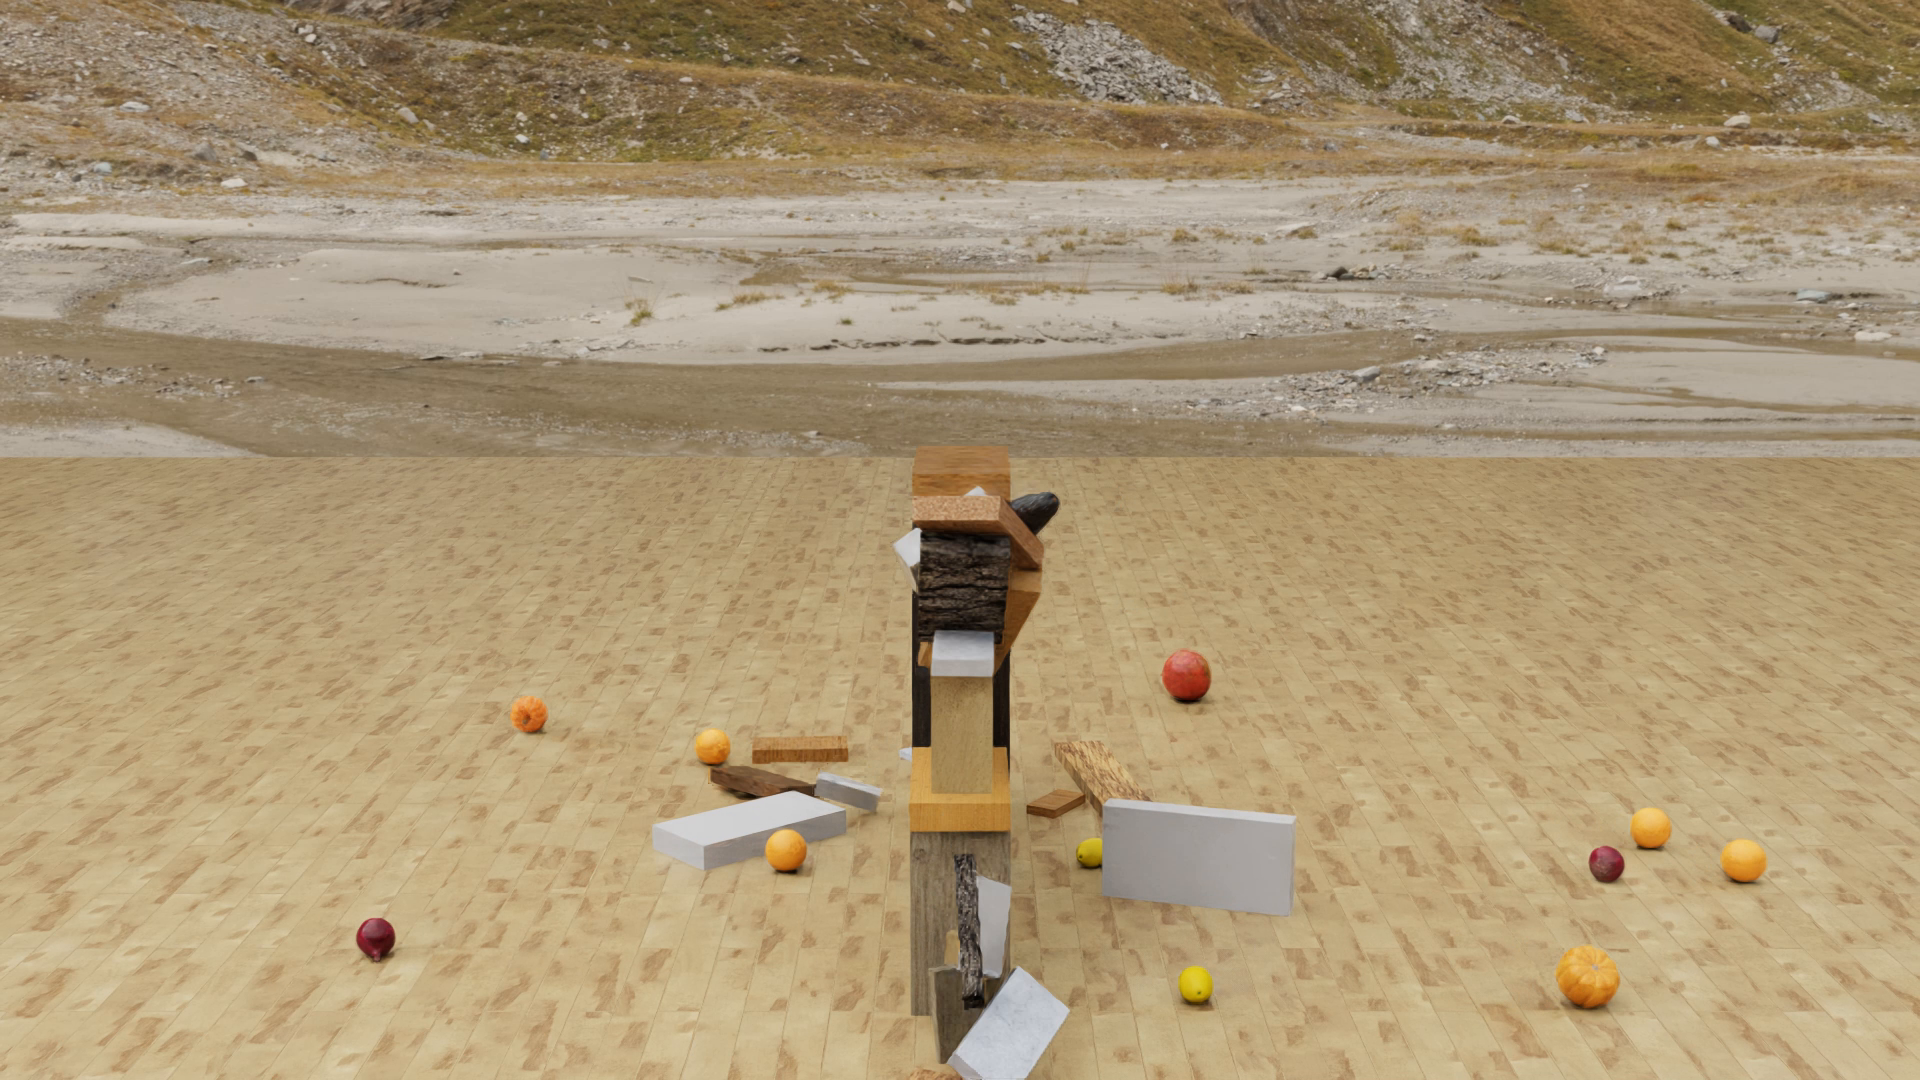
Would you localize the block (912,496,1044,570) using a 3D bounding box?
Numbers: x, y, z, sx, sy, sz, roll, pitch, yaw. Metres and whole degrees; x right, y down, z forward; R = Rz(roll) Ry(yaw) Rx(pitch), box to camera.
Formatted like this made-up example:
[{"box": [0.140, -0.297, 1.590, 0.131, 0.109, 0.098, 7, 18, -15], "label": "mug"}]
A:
[{"box": [0.028, -0.009, 3.158, 0.126, 0.036, 0.252, 0, -16, 17], "label": "block"}]

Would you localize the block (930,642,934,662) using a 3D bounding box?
[{"box": [0.000, 0.158, 3.310, 0.076, 0.022, 0.152, 2, 10, 6], "label": "block"}]

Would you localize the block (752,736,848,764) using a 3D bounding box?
[{"box": [-0.325, 0.426, 4.477, 0.192, 0.027, 0.096, -1, 11, -4], "label": "block"}]

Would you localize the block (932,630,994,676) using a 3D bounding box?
[{"box": [0.005, 0.162, 3.161, 0.087, 0.025, 0.174, 1, 11, 1], "label": "block"}]

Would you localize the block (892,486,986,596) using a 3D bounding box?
[{"box": [-0.011, 0.017, 3.417, 0.157, 0.044, 0.313, -35, -14, -4], "label": "block"}]

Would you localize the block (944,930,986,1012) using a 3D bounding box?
[{"box": [0.007, 0.625, 3.124, 0.064, 0.129, 0.018, 12, 14, 41], "label": "block"}]

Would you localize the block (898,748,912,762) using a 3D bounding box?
[{"box": [-0.076, 0.438, 4.448, 0.050, 0.014, 0.099, -7, 13, -34], "label": "block"}]

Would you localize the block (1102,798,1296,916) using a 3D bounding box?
[{"box": [0.391, 0.520, 3.616, 0.313, 0.157, 0.044, 3, 11, 18], "label": "block"}]

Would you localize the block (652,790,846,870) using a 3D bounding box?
[{"box": [-0.375, 0.517, 3.938, 0.313, 0.044, 0.157, -9, 14, -41], "label": "block"}]

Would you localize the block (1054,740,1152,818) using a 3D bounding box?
[{"box": [0.275, 0.463, 4.281, 0.096, 0.027, 0.424, -2, 11, -9], "label": "block"}]

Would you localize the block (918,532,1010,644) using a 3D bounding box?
[{"box": [0.004, 0.072, 3.176, 0.126, 0.036, 0.252, 2, -31, -1], "label": "block"}]

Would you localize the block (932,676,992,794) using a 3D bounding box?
[{"box": [0.003, 0.272, 3.121, 0.087, 0.174, 0.025, 0, 10, 0], "label": "block"}]

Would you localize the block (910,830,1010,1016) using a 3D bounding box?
[{"box": [0.000, 0.540, 3.157, 0.143, 0.285, 0.040, 0, 10, 0], "label": "block"}]

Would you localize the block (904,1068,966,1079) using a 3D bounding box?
[{"box": [-0.054, 0.733, 2.824, 0.093, 0.026, 0.186, 5, 11, 24], "label": "block"}]

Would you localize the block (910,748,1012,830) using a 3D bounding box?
[{"box": [0.000, 0.362, 3.221, 0.143, 0.040, 0.285, 0, 11, 0], "label": "block"}]

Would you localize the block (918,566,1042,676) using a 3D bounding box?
[{"box": [0.027, 0.125, 3.403, 0.126, 0.036, 0.368, 8, -24, -7], "label": "block"}]

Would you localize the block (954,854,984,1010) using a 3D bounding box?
[{"box": [0.013, 0.516, 2.900, 0.026, 0.186, 0.093, -4, -22, 1], "label": "block"}]

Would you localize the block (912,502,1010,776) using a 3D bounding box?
[{"box": [0.002, 0.178, 3.656, 0.162, 0.491, 0.046, 0, 0, 1], "label": "block"}]

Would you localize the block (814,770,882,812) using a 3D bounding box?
[{"box": [-0.208, 0.468, 4.086, 0.120, 0.060, 0.017, 16, 50, 0], "label": "block"}]

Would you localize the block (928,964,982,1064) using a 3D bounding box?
[{"box": [-0.005, 0.646, 3.007, 0.064, 0.129, 0.018, -7, 6, -22], "label": "block"}]

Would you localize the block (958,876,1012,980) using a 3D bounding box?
[{"box": [0.034, 0.531, 3.014, 0.064, 0.129, 0.018, 25, -27, -36], "label": "block"}]

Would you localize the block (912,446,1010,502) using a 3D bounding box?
[{"box": [0.003, -0.115, 3.764, 0.162, 0.046, 0.323, 0, 11, 1], "label": "block"}]

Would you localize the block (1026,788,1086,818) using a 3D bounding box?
[{"box": [0.181, 0.495, 4.133, 0.060, 0.017, 0.120, 6, 12, 31], "label": "block"}]

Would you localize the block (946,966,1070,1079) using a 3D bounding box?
[{"box": [0.066, 0.659, 2.922, 0.093, 0.026, 0.186, 41, 41, 3], "label": "block"}]

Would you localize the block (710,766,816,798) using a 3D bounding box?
[{"box": [-0.379, 0.467, 4.215, 0.192, 0.027, 0.096, 9, 4, 41], "label": "block"}]
